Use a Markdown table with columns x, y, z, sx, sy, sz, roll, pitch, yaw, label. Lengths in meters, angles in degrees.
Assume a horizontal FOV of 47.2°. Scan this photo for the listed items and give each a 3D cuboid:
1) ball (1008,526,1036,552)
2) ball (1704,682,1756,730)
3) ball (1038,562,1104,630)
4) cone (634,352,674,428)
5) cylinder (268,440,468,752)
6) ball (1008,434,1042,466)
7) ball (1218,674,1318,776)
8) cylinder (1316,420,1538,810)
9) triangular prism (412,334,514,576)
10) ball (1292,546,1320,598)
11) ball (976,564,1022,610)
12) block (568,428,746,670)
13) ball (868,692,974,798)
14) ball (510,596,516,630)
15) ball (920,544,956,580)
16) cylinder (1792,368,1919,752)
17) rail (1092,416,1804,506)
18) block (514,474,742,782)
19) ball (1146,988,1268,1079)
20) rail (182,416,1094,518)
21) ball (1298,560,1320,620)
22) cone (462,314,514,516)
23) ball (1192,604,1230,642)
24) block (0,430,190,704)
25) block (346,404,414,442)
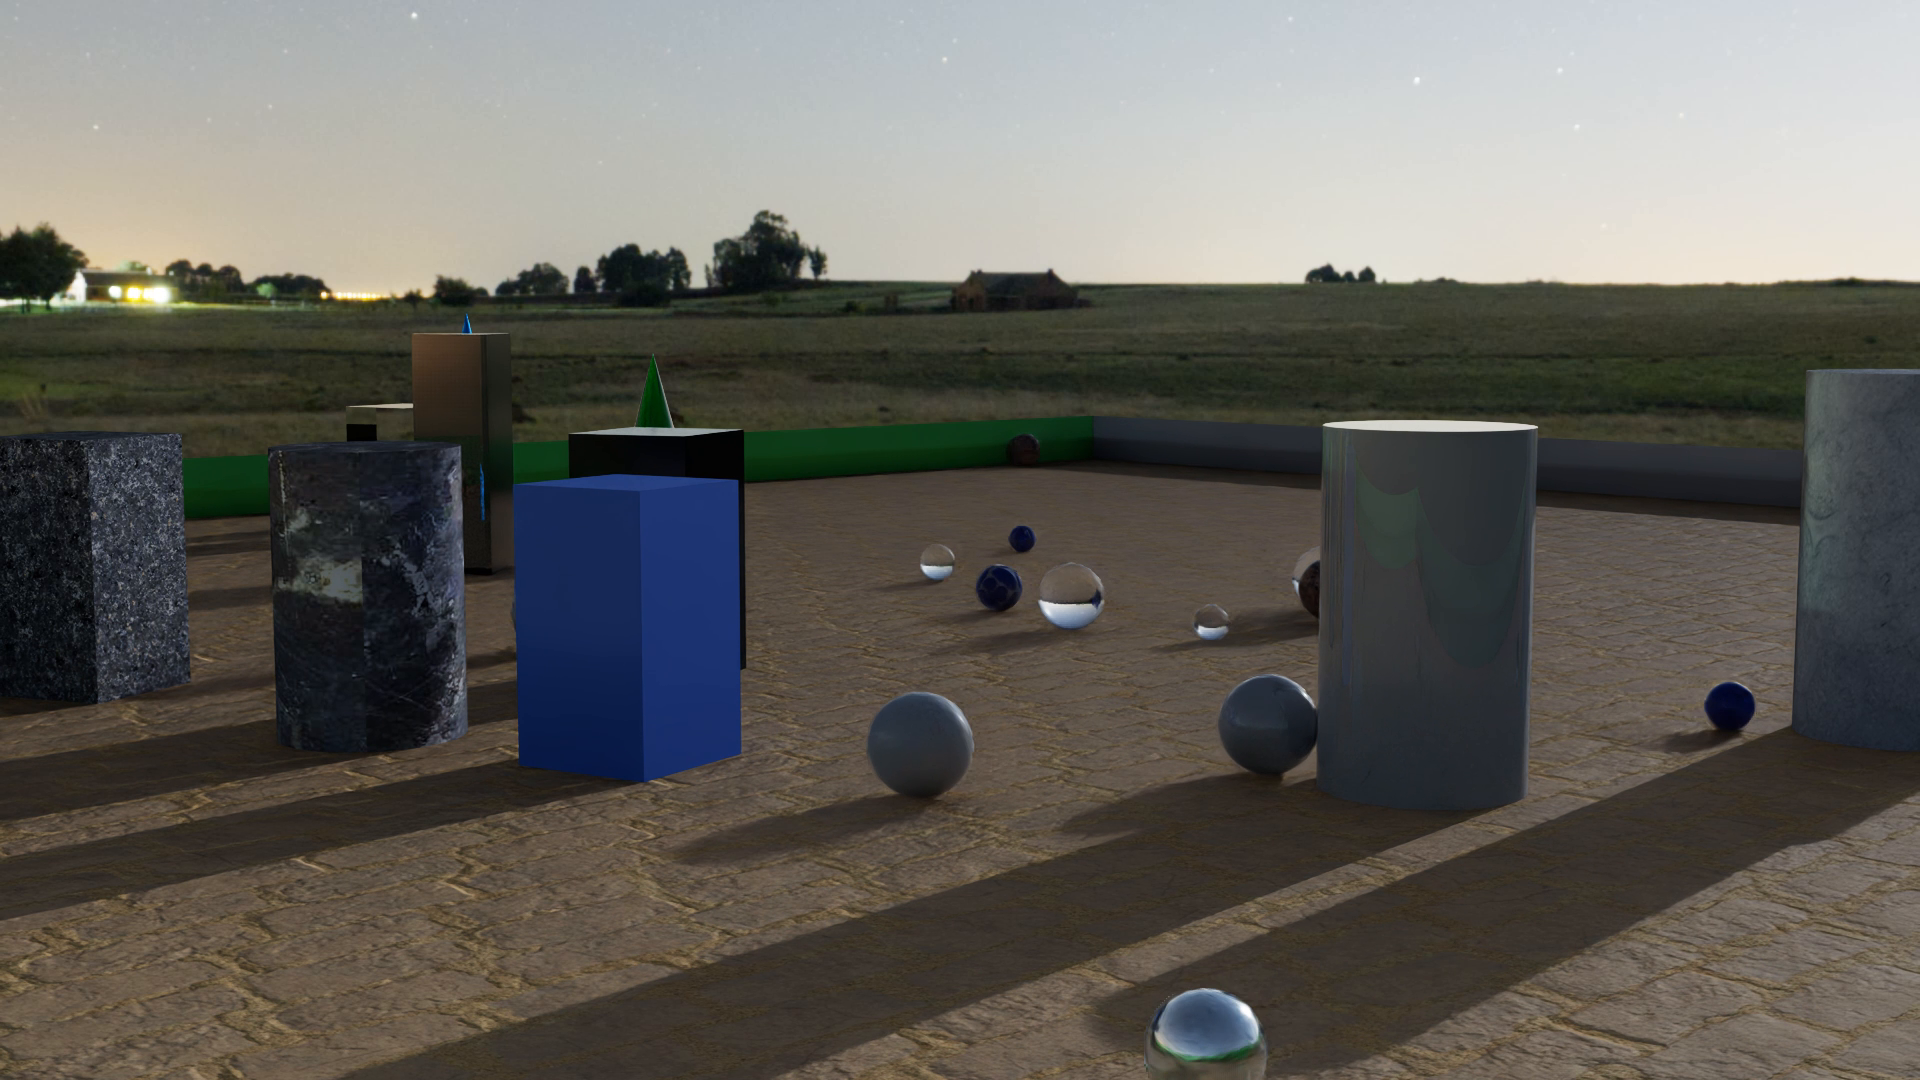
| x | y | z | sx | sy | sz | roll | pitch | yaw | label |
| --- | --- | --- | --- | --- | --- | --- | --- | --- | --- |
| 0.115 | -0.002 | 4.043 | 0.049 | 0.049 | 0.049 | 0 | 6 | 0 | ball |
| 0.817 | 0.176 | 2.333 | 0.052 | 0.052 | 0.052 | 0 | 6 | 0 | ball |
| 0.155 | 0.078 | 3.063 | 0.094 | 0.094 | 0.094 | 0 | 6 | 0 | ball |
| -0.550 | -0.154 | 3.957 | 0.194 | 0.368 | 0.194 | 0 | 6 | 0 | cone |
| -0.617 | 0.054 | 2.296 | 0.194 | 0.303 | 0.194 | 0 | 6 | 0 | cylinder |
| 0.184 | -0.256 | 6.244 | 0.094 | 0.094 | 0.094 | 0 | 6 | 0 | ball |
| 0.296 | 0.177 | 2.108 | 0.096 | 0.096 | 0.096 | 0 | 6 | 0 | ball |
| 0.432 | 0.063 | 2.040 | 0.194 | 0.338 | 0.194 | 0 | 6 | 0 | cylinder |
| -0.823 | -0.152 | 3.776 | 0.168 | 0.403 | 0.145 | 4 | 7 | 32 | triangular prism |
| 0.542 | 0.056 | 3.262 | 0.096 | 0.096 | 0.096 | 0 | 6 | 0 | ball |
| 0.059 | 0.071 | 3.256 | 0.069 | 0.069 | 0.069 | 0 | 6 | 0 | ball |
| -0.366 | 0.016 | 2.677 | 0.155 | 0.297 | 0.155 | 2 | 6 | 20 | block |
| -0.036 | 0.187 | 2.008 | 0.097 | 0.097 | 0.097 | 0 | 6 | 0 | ball |
| -0.540 | 0.096 | 2.884 | 0.096 | 0.096 | 0.096 | 0 | 6 | 0 | ball |
| -0.037 | 0.037 | 3.622 | 0.058 | 0.058 | 0.058 | 0 | 6 | 0 | ball |
| 0.980 | 0.015 | 2.297 | 0.194 | 0.380 | 0.194 | 0 | 6 | 0 | cylinder |
| 1.822 | -0.143 | 5.004 | 0.045 | 0.126 | 4.256 | -5 | 8 | -42 | rail |
| -0.326 | 0.081 | 2.167 | 0.155 | 0.276 | 0.155 | 4 | 7 | 30 | block |
| 0.137 | 0.284 | 1.225 | 0.068 | 0.068 | 0.068 | 0 | 6 | 0 | ball |
| -1.427 | -0.129 | 4.870 | 5.006 | 0.126 | 0.045 | -5 | 8 | -42 | rail |
| 0.530 | 0.070 | 3.141 | 0.093 | 0.093 | 0.093 | 0 | 6 | 0 | ball |
| -1.057 | -0.271 | 4.732 | 0.194 | 0.440 | 0.194 | 0 | 6 | 0 | cone |
| 0.338 | 0.111 | 2.961 | 0.050 | 0.050 | 0.050 | 0 | 6 | 0 | ball |
| -1.021 | 0.027 | 2.572 | 0.155 | 0.298 | 0.155 | 2 | 6 | 20 | block |
| -1.112 | -0.142 | 4.401 | 0.155 | 0.253 | 0.155 | 4 | 7 | 30 | block |
